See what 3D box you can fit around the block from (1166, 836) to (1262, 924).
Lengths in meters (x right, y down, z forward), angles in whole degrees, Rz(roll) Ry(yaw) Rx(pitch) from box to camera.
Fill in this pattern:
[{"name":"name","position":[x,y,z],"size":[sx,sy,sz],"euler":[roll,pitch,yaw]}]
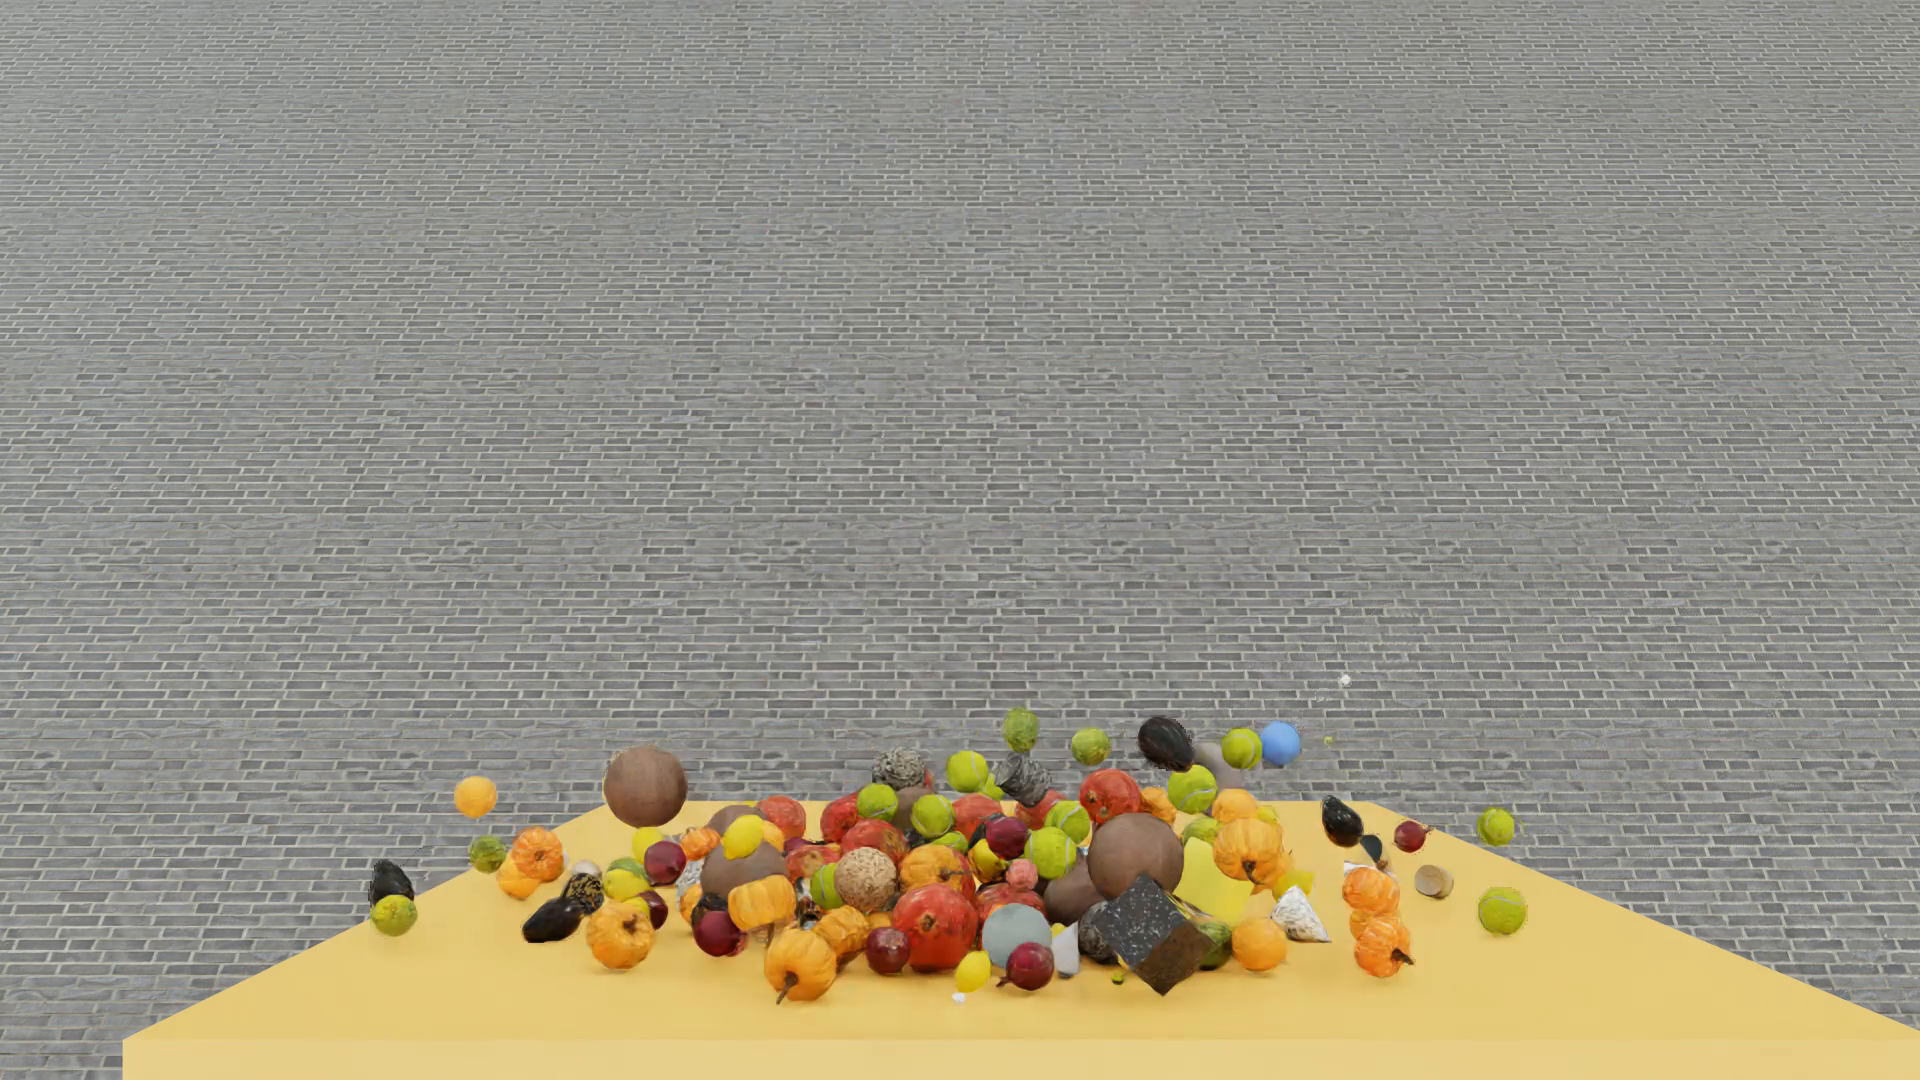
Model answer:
[{"name":"block","position":[0.348,0.468,3.575],"size":[0.083,0.083,0.083],"euler":[26,88,31]}]

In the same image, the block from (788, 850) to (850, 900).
[{"name":"block","position":[-0.235,0.559,4.339],"size":[0.080,0.080,0.080],"euler":[-1,-6,14]}]

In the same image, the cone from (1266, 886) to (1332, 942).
[{"name":"cone","position":[0.505,0.562,3.767],"size":[0.088,0.088,0.088],"euler":[30,45,31]}]

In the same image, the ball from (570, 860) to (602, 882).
[{"name":"ball","position":[-0.645,0.578,4.474],"size":[0.056,0.056,0.056],"euler":[0,36,0]}]

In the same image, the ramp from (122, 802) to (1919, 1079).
[{"name":"ramp","position":[0.078,0.670,4.858],"size":[2.000,0.100,4.000],"euler":[0,-2,0]}]

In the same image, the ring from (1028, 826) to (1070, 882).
[{"name":"ring","position":[0.146,0.531,4.246],"size":[0.043,0.128,0.128],"euler":[-2,33,21]}]

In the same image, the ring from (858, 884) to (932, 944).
[{"name":"ring","position":[-0.094,0.540,3.759],"size":[0.111,0.037,0.111],"euler":[12,32,-8]}]

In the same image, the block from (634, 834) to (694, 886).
[{"name":"block","position":[-0.516,0.563,4.565],"size":[0.065,0.065,0.065],"euler":[9,49,-58]}]

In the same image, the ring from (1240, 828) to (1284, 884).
[{"name":"ring","position":[0.538,0.562,4.620],"size":[0.033,0.098,0.098],"euler":[-14,19,46]}]

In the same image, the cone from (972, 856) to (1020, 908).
[{"name":"cone","position":[0.061,0.557,4.249],"size":[0.082,0.082,0.082],"euler":[0,-2,0]}]

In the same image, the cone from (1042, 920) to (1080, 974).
[{"name":"cone","position":[0.139,0.519,3.363],"size":[0.062,0.062,0.062],"euler":[22,12,-5]}]

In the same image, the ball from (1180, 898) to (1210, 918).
[{"name":"ball","position":[0.382,0.557,4.081],"size":[0.072,0.072,0.072],"euler":[0,36,0]}]

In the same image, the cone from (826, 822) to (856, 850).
[{"name":"cone","position":[-0.255,0.617,5.249],"size":[0.072,0.072,0.072],"euler":[-27,39,-3]}]

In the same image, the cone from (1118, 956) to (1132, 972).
[{"name":"cone","position":[0.248,0.553,3.378],"size":[0.066,0.066,0.066],"euler":[-10,28,-14]}]

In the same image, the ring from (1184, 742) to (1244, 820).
[{"name":"ring","position":[0.483,0.458,4.941],"size":[0.050,0.150,0.150],"euler":[-14,37,-31]}]

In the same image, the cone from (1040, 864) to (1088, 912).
[{"name":"cone","position":[0.159,0.547,4.042],"size":[0.075,0.075,0.075],"euler":[0,72,-1]}]

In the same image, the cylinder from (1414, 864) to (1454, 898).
[{"name":"cylinder","position":[0.792,0.572,4.347],"size":[0.052,0.052,0.052],"euler":[26,2,32]}]

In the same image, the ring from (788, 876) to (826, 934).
[{"name":"ring","position":[-0.227,0.541,3.847],"size":[0.029,0.088,0.088],"euler":[7,28,-33]}]

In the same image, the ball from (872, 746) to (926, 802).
[{"name":"ball","position":[-0.104,0.397,4.416],"size":[0.093,0.093,0.093],"euler":[0,36,0]}]

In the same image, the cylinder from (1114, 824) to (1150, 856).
[{"name":"cylinder","position":[0.342,0.595,5.150],"size":[0.054,0.054,0.054],"euler":[12,32,-19]}]

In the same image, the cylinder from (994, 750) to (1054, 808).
[{"name":"cylinder","position":[0.105,0.395,4.285],"size":[0.069,0.069,0.069],"euler":[37,32,-18]}]

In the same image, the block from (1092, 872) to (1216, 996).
[{"name":"block","position":[0.237,0.482,3.176],"size":[0.090,0.090,0.090],"euler":[-43,48,1]}]

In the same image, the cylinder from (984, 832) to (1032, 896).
[{"name":"cylinder","position":[0.089,0.548,4.402],"size":[0.079,0.079,0.079],"euler":[9,53,12]}]

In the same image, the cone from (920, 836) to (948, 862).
[{"name":"cone","position":[-0.063,0.614,5.061],"size":[0.057,0.057,0.057],"euler":[22,37,28]}]

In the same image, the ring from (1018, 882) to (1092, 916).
[{"name":"ring","position":[0.152,0.571,4.144],"size":[0.118,0.039,0.118],"euler":[10,-1,0]}]

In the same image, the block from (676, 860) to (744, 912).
[{"name":"block","position":[-0.404,0.559,4.204],"size":[0.076,0.076,0.076],"euler":[-1,-2,32]}]

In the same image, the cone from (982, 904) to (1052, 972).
[{"name":"cone","position":[0.070,0.514,3.283],"size":[0.087,0.087,0.087],"euler":[0,66,0]}]

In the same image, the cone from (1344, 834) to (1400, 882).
[{"name":"cone","position":[0.757,0.591,4.670],"size":[0.095,0.095,0.095],"euler":[31,26,-25]}]

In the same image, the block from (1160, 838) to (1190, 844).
[{"name":"block","position":[0.417,0.592,4.874],"size":[0.057,0.057,0.057],"euler":[1,-2,-36]}]

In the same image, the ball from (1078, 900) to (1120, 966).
[{"name":"ball","position":[0.204,0.528,3.494],"size":[0.088,0.088,0.088],"euler":[0,36,0]}]

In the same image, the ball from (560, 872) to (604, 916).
[{"name":"ball","position":[-0.595,0.559,4.097],"size":[0.068,0.068,0.068],"euler":[0,36,0]}]

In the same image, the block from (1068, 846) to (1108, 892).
[{"name":"block","position":[0.200,0.565,4.467],"size":[0.077,0.077,0.077],"euler":[1,-6,-28]}]

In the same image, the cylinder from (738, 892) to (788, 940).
[{"name":"cylinder","position":[-0.278,0.528,3.658],"size":[0.063,0.063,0.063],"euler":[-9,-1,-12]}]

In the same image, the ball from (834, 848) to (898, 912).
[{"name":"ball","position":[-0.128,0.461,3.532],"size":[0.088,0.088,0.088],"euler":[0,36,0]}]

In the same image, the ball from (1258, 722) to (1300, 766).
[{"name":"ball","position":[0.587,0.376,4.775],"size":[0.079,0.079,0.079],"euler":[0,36,0]}]

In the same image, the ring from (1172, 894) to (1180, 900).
[{"name":"ring","position":[0.350,0.541,4.171],"size":[0.027,0.080,0.080],"euler":[6,36,5]}]

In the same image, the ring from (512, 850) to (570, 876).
[{"name":"ring","position":[-0.773,0.597,4.796],"size":[0.109,0.036,0.109],"euler":[-6,1,0]}]

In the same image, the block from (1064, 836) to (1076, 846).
[{"name":"block","position":[0.180,0.591,4.902],"size":[0.060,0.060,0.060],"euler":[-1,-2,31]}]

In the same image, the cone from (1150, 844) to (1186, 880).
[{"name":"cone","position":[0.309,0.471,3.890],"size":[0.072,0.072,0.072],"euler":[30,45,32]}]
